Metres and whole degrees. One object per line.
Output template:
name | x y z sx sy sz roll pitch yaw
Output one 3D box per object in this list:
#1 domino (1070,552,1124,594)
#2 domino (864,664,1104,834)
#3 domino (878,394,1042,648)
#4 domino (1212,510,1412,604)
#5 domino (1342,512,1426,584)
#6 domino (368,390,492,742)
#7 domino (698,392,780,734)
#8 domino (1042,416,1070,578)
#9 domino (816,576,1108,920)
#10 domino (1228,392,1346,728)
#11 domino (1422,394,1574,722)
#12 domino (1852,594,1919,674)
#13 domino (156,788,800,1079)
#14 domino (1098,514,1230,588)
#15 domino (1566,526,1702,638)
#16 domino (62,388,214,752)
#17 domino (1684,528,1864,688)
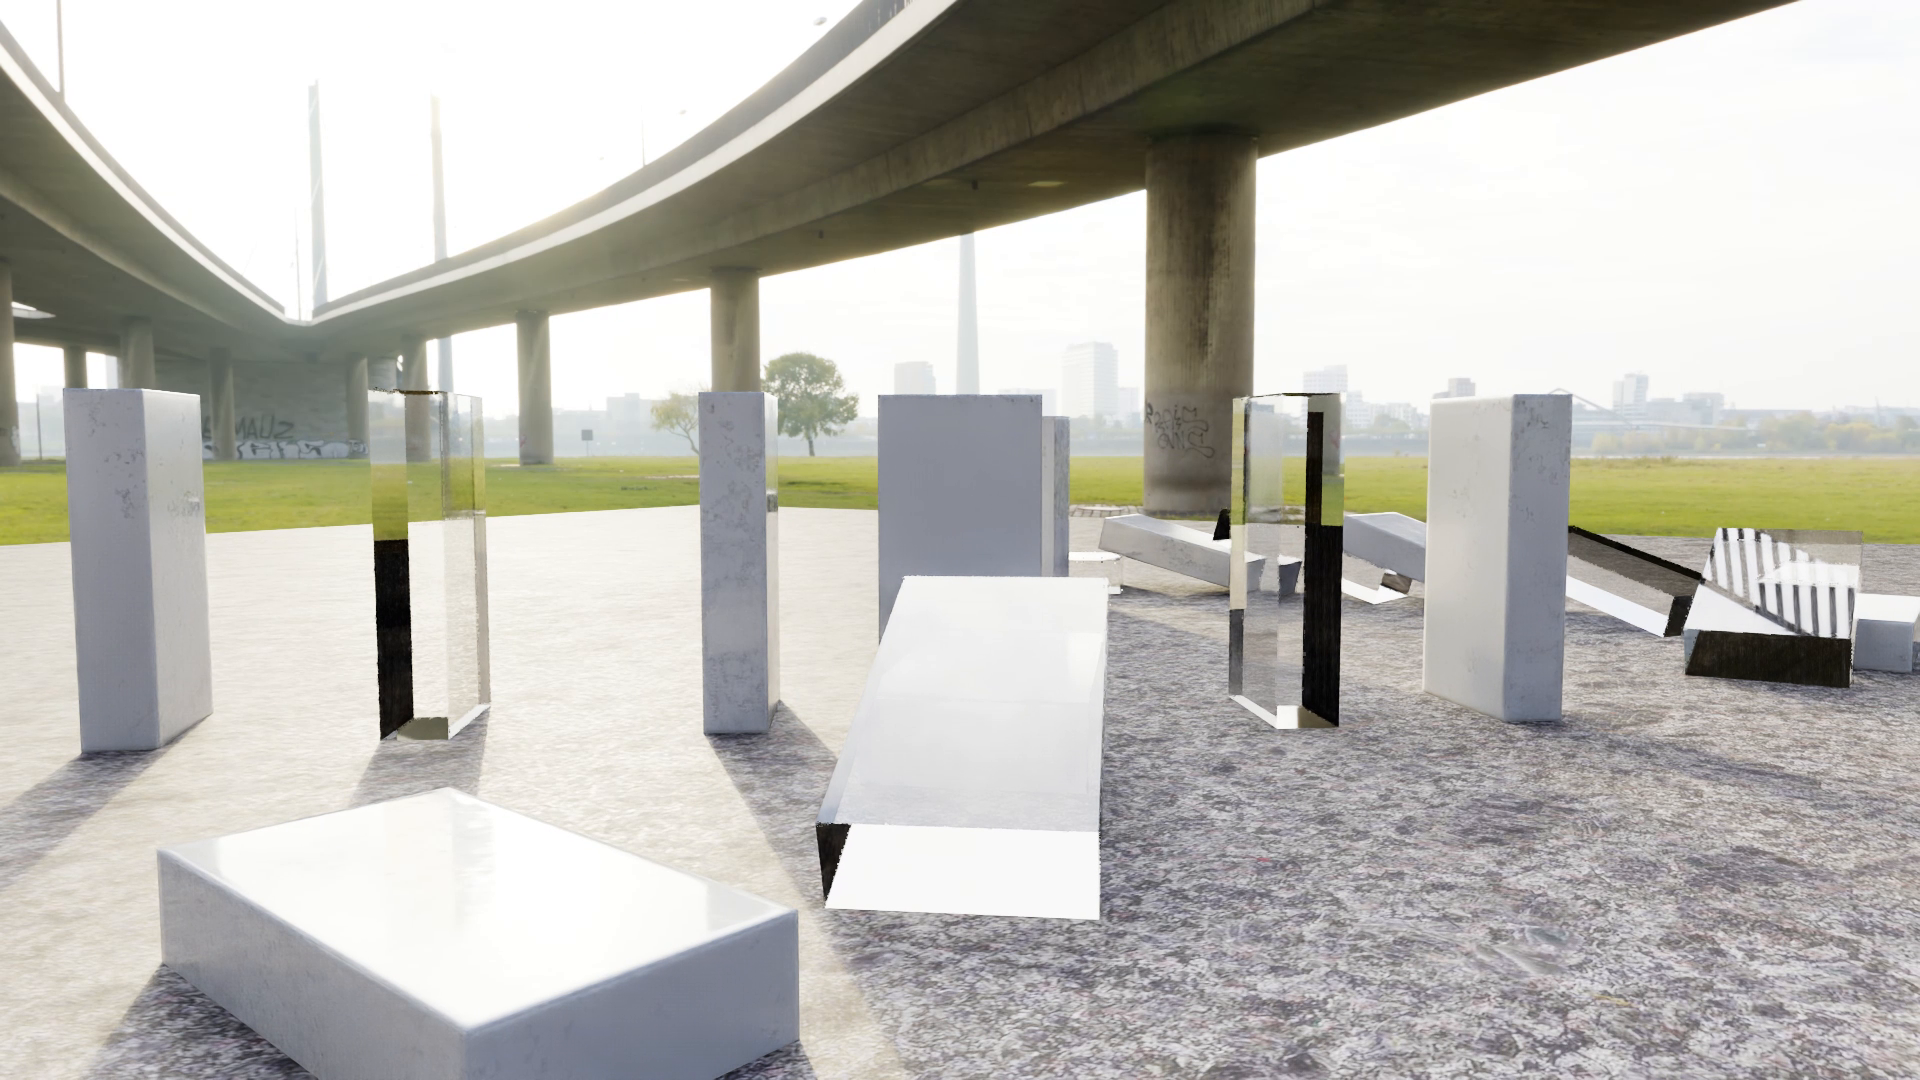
domino | 0.023 0.009 0.381 0.050 0.009 0.025 1 4 9
domino | 0.005 0.025 0.166 0.025 0.010 0.050 1 4 8
domino | 0.000 0.002 0.201 0.025 0.050 0.009 0 4 0
domino | 0.100 0.004 0.363 0.050 0.010 0.025 24 17 35
domino | 0.129 0.005 0.341 0.025 0.010 0.050 -4 22 -40
domino | -0.080 0.003 0.195 0.009 0.050 0.025 -1 4 -7
domino | -0.034 0.003 0.200 0.009 0.050 0.025 0 4 -4
domino | 0.017 -0.009 0.357 0.025 0.050 0.009 3 5 31
domino | 0.003 0.019 0.137 0.025 0.009 0.050 0 24 7
domino | 0.051 0.002 0.203 0.009 0.050 0.025 0 4 -5
domino | 0.086 0.002 0.207 0.009 0.050 0.025 -1 4 -9
domino | 0.183 0.018 0.265 0.025 0.009 0.050 3 6 39
domino | -0.039 0.030 0.098 0.050 0.009 0.025 4 6 41
domino | 0.069 0.004 0.379 0.050 0.010 0.025 18 13 29
domino | 0.157 0.009 0.308 0.025 0.010 0.050 -2 19 -23
domino | -0.120 0.003 0.188 0.010 0.050 0.025 -1 4 -15
domino | 0.157 0.012 0.246 0.025 0.009 0.050 2 23 37
